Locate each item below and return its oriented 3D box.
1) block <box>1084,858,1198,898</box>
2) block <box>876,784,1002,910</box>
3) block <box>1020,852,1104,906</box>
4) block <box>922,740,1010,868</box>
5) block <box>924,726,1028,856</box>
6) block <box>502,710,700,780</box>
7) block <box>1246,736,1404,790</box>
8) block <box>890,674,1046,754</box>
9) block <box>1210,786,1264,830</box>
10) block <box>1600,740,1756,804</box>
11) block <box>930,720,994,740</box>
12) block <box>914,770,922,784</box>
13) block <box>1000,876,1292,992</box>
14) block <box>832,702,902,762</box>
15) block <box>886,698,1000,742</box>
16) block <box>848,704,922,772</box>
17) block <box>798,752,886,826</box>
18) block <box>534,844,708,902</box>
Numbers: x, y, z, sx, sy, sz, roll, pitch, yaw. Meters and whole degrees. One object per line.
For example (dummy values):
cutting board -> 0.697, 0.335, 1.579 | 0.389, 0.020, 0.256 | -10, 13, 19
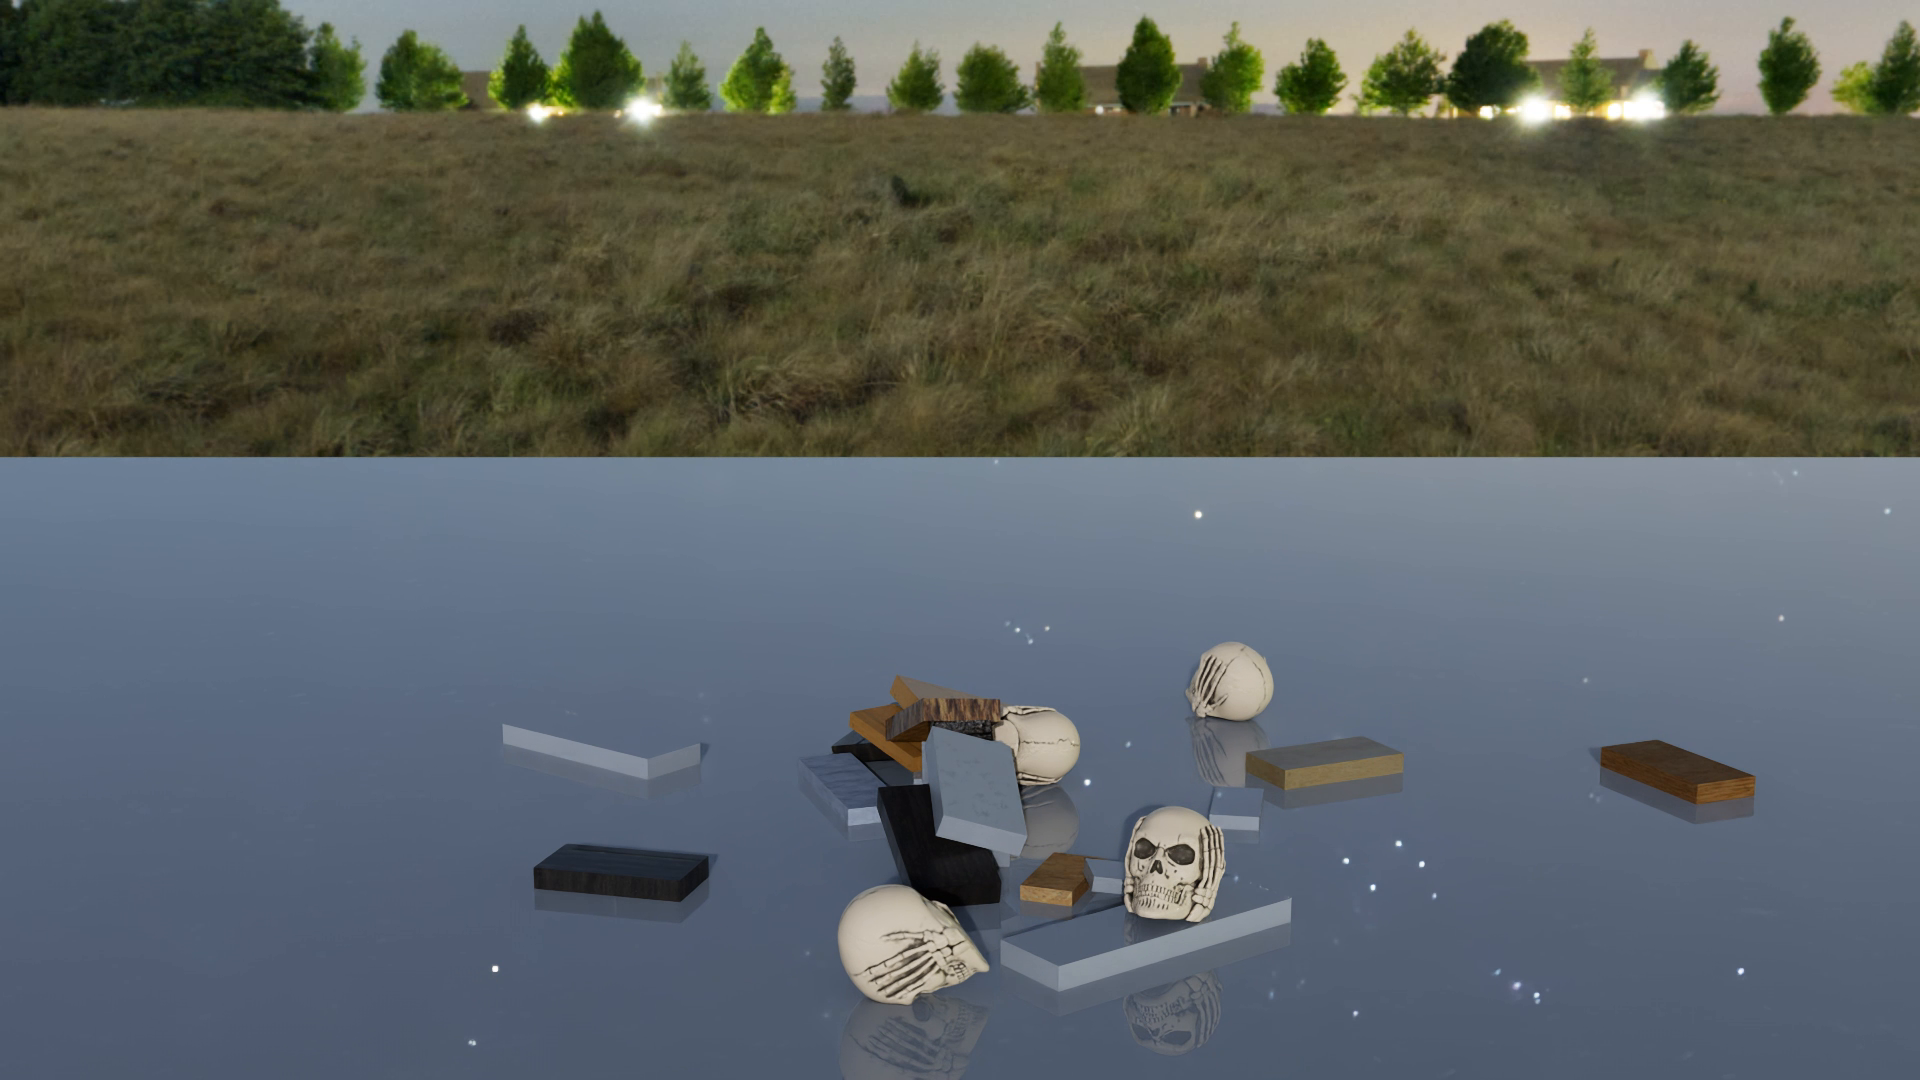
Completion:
block -> 0.302, 0.565, 3.658 | 0.180, 0.025, 0.090 | 7, 11, -8
block -> -0.039, 0.514, 3.726 | 0.149, 0.042, 0.297 | -3, 28, -13
block -> 0.173, 0.570, 3.705 | 0.090, 0.026, 0.180 | 4, 11, 20
block -> 0.008, 0.467, 3.910 | 0.149, 0.042, 0.297 | 0, 33, -2
block -> 0.025, 0.432, 3.808 | 0.148, 0.042, 0.297 | 16, 23, -12
block -> -0.736, 0.415, 4.496 | 0.427, 0.042, 0.147 | 8, 13, 37
block -> 0.723, 0.441, 4.363 | 0.279, 0.040, 0.140 | -5, 12, -25
block -> 0.015, 0.355, 4.487 | 0.293, 0.042, 0.147 | 17, 12, -27
block -> 0.515, 0.498, 4.092 | 0.090, 0.026, 0.180 | 2, 11, 10
block -> 1.402, 0.452, 4.304 | 0.139, 0.040, 0.279 | -4, 11, -22
block -> 0.008, 0.390, 4.108 | 0.110, 0.031, 0.220 | -2, -25, 3
block -> -0.030, 0.431, 4.421 | 0.131, 0.037, 0.461 | 0, 11, -2
block -> 0.297, 0.611, 3.445 | 0.485, 0.040, 0.140 | -8, 13, -36
block -> -0.140, 0.389, 4.501 | 0.131, 0.037, 0.262 | -8, 12, 29
block -> -0.035, 0.342, 4.164 | 0.147, 0.042, 0.293 | 2, -13, -15
block -> -0.112, 0.389, 4.342 | 0.110, 0.031, 0.220 | -8, 25, -36
block -> -0.211, 0.474, 4.210 | 0.110, 0.031, 0.359 | -4, 11, -19
block -> -0.572, 0.562, 3.719 | 0.262, 0.037, 0.131 | 3, 11, 14
